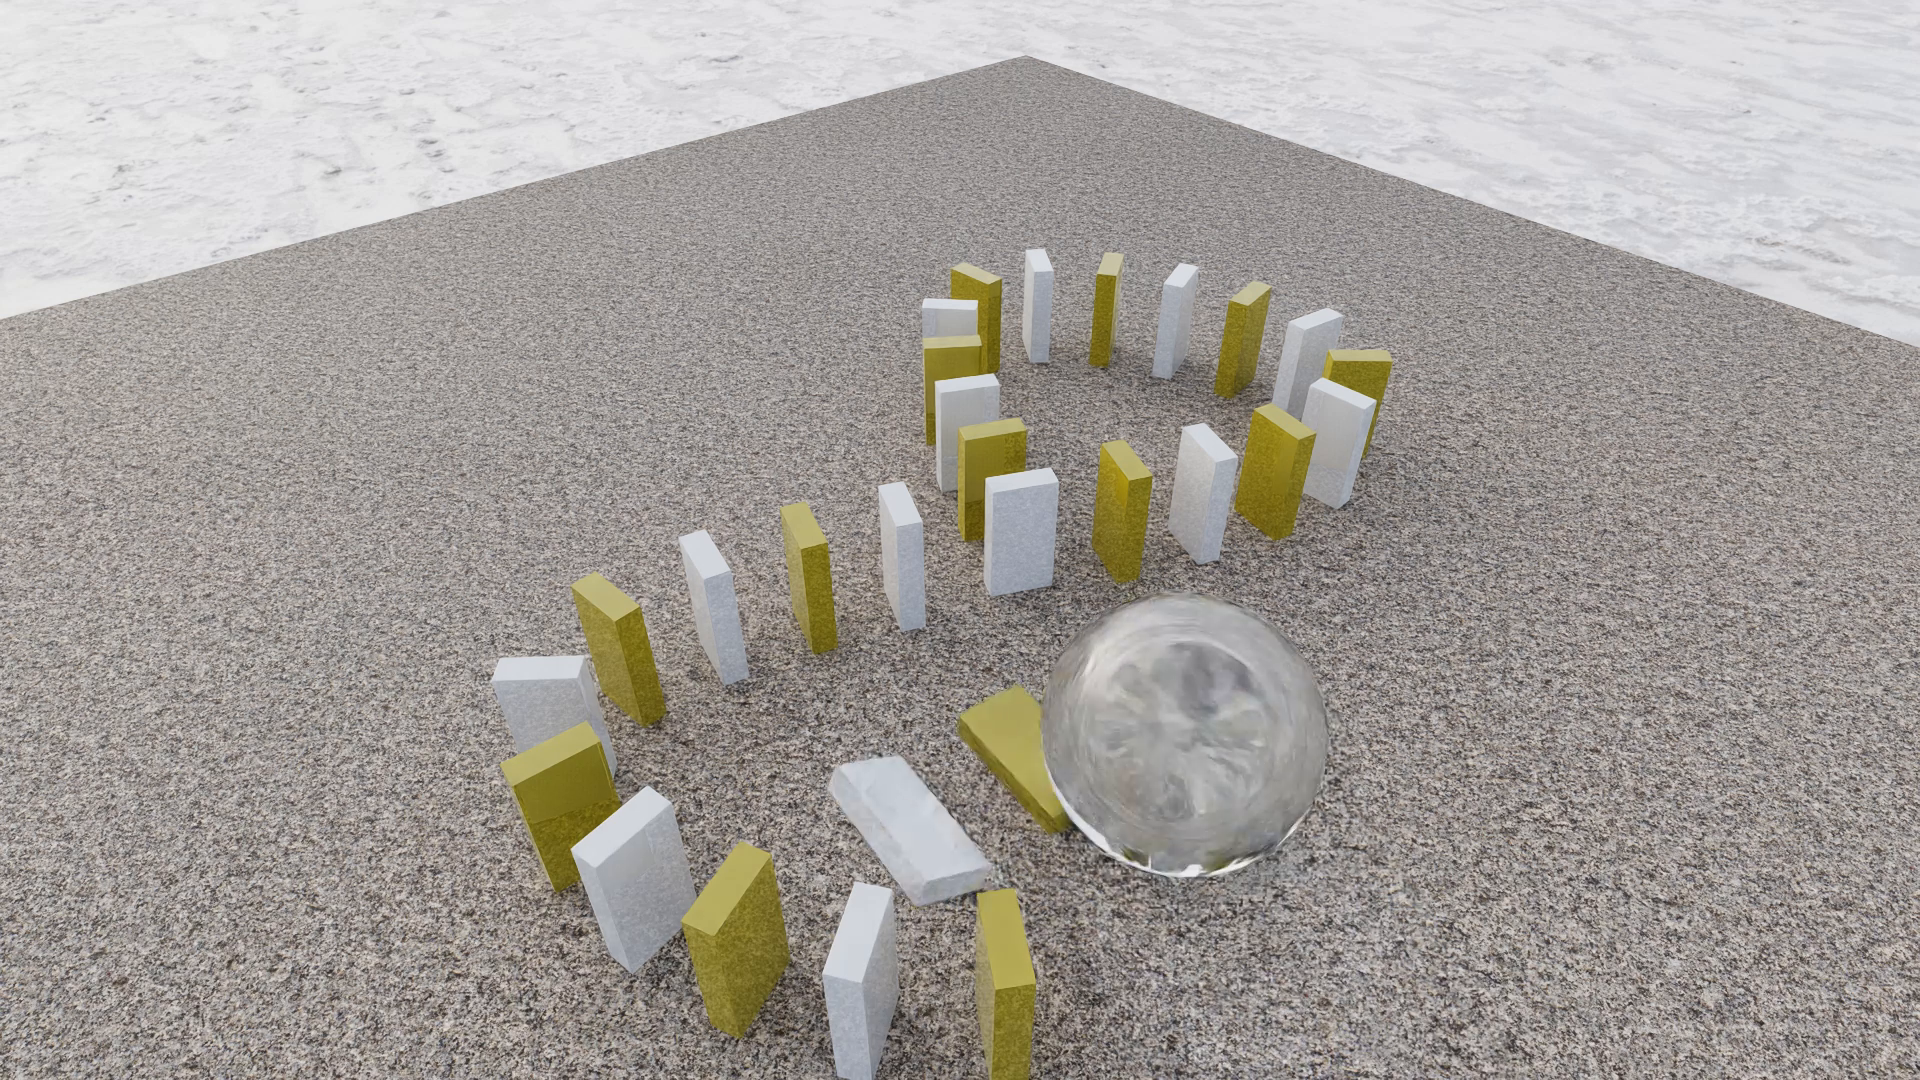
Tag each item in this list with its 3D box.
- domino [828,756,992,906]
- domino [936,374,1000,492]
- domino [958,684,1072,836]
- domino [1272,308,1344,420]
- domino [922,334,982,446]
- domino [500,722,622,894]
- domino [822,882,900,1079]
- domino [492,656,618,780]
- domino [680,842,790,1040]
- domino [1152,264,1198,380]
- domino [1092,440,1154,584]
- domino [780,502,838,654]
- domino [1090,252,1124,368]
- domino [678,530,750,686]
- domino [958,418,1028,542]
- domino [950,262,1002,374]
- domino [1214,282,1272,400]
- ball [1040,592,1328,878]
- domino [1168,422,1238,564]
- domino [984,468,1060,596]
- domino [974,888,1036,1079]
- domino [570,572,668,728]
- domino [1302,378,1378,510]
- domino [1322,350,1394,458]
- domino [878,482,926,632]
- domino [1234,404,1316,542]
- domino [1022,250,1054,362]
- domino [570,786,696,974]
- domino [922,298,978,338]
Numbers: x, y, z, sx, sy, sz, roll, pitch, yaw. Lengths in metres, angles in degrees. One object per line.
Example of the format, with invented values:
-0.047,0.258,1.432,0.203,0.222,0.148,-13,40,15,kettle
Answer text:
-0.016,0.086,0.331,0.025,0.010,0.050,1,31,-42,domino
0.003,-0.045,0.466,0.025,0.050,0.009,-9,40,-11,domino
0.024,0.070,0.357,0.025,0.010,0.050,-24,45,-26,domino
0.160,-0.080,0.509,0.025,0.050,0.009,-22,44,-25,domino
-0.003,-0.067,0.493,0.025,0.050,0.009,-4,39,-5,domino
-0.112,0.078,0.317,0.025,0.050,0.009,-27,46,-29,domino
-0.024,0.111,0.275,0.009,0.050,0.025,9,40,10,domino
-0.125,0.057,0.341,0.025,0.050,0.010,-2,39,-2,domino
-0.057,0.104,0.284,0.009,0.050,0.025,16,42,19,domino
0.106,-0.108,0.543,0.009,0.050,0.025,18,43,20,domino
0.062,-0.011,0.424,0.010,0.050,0.025,-12,41,-14,domino
-0.054,0.014,0.394,0.010,0.050,0.025,-15,42,-18,domino
0.074,-0.115,0.552,0.010,0.050,0.025,10,40,12,domino
-0.085,0.024,0.382,0.009,0.050,0.025,-20,43,-23,domino
0.013,-0.024,0.440,0.025,0.050,0.009,-11,41,-13,domino
0.008,-0.109,0.545,0.025,0.050,0.010,32,49,33,domino
0.136,-0.096,0.528,0.010,0.050,0.025,26,46,28,domino
0.063,0.055,0.313,0.080,0.080,0.080,0,39,0,ball
0.095,-0.018,0.433,0.010,0.050,0.025,-13,41,-16,domino
0.023,-0.002,0.414,0.025,0.050,0.010,-10,40,-12,domino
0.011,0.113,0.274,0.010,0.050,0.025,-6,40,-7,domino
-0.113,0.037,0.366,0.025,0.050,0.010,30,48,31,domino
0.155,-0.040,0.460,0.010,0.050,0.025,-31,49,-32,domino
0.170,-0.059,0.484,0.025,0.050,0.009,1,39,1,domino
-0.021,0.006,0.404,0.009,0.050,0.025,-11,41,-14,domino
0.127,-0.027,0.445,0.009,0.050,0.025,-20,43,-23,domino
0.039,-0.118,0.555,0.009,0.050,0.025,-4,40,-5,domino
-0.087,0.093,0.298,0.009,0.050,0.025,26,46,28,domino
-0.005,-0.089,0.520,0.025,0.050,0.009,3,39,4,domino
